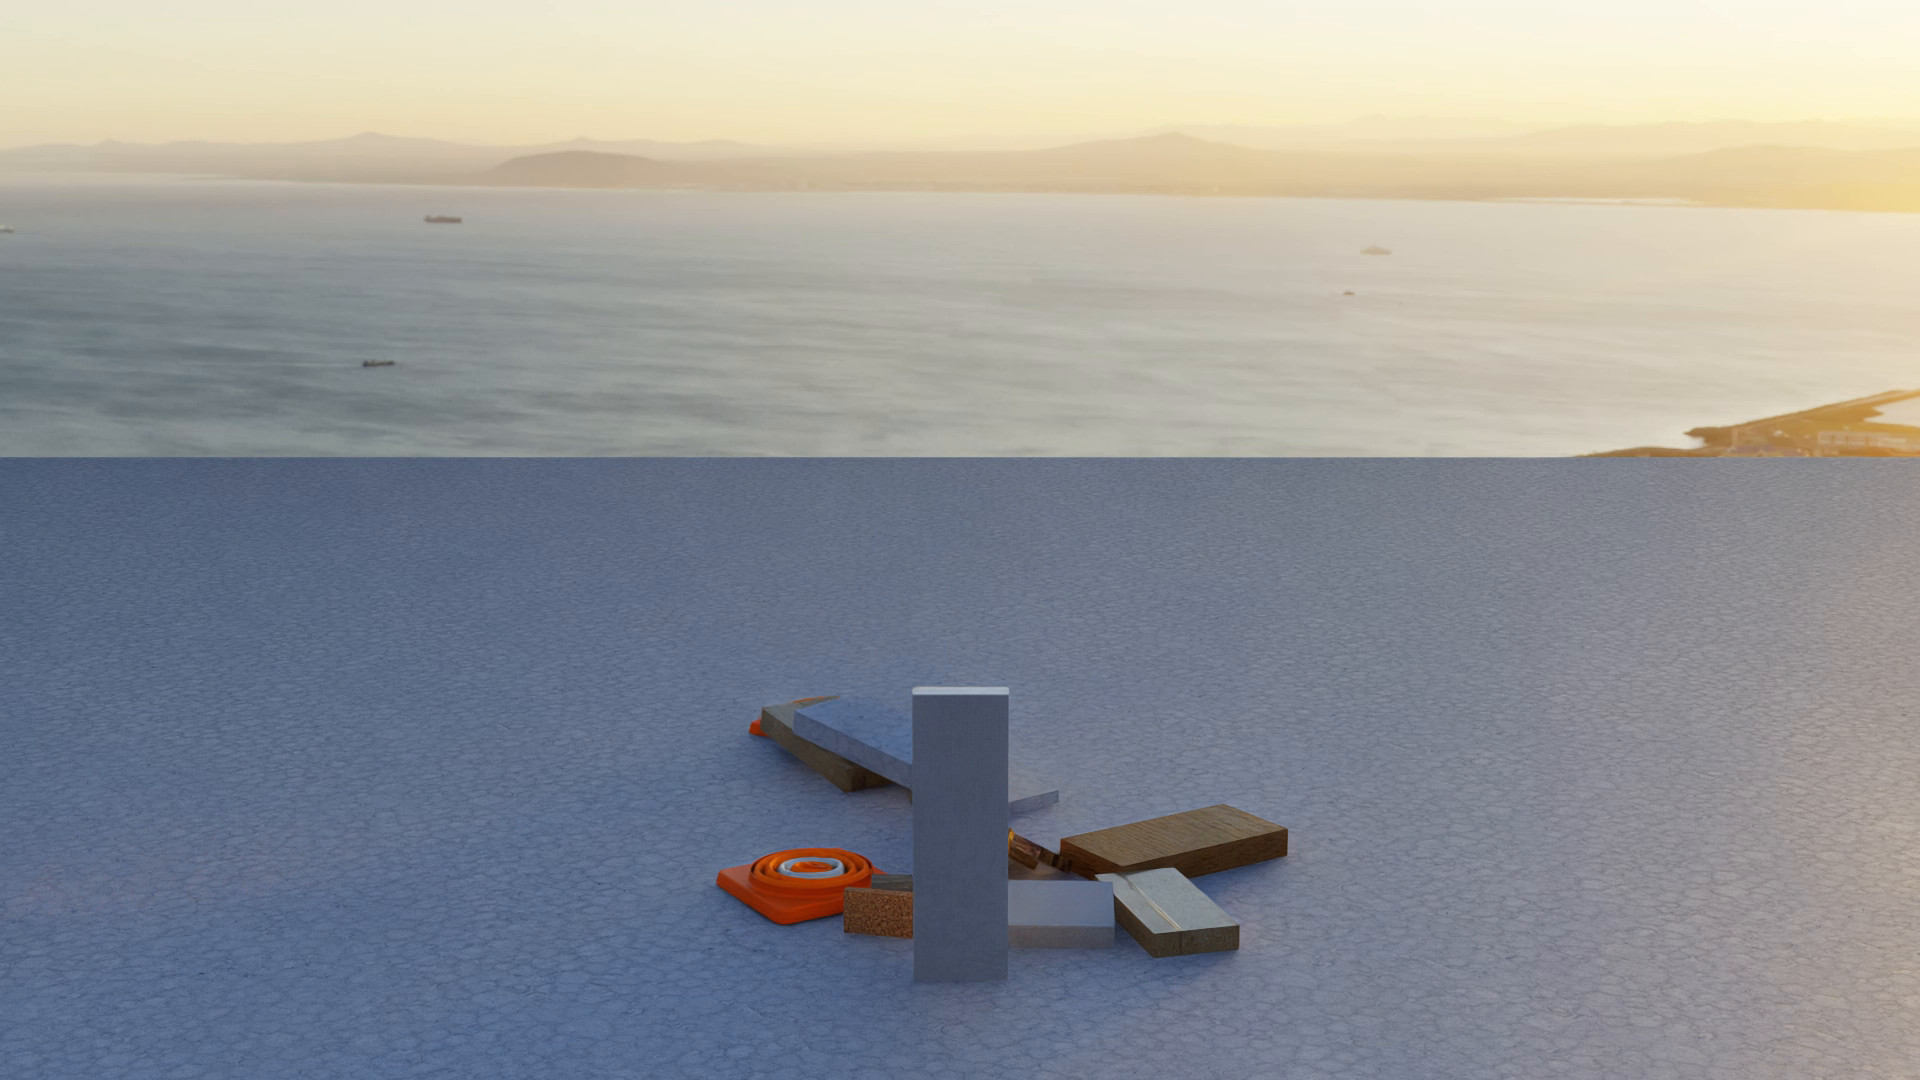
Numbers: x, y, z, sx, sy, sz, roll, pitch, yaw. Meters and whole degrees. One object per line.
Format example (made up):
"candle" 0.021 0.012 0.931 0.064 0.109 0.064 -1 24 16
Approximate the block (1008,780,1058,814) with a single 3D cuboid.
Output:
"block" 0.089 0.489 4.143 0.179 0.025 0.090 -8 13 -38

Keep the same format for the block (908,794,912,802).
"block" -0.003 0.454 4.159 0.179 0.090 0.025 -7 48 -34

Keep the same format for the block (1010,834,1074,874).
"block" 0.123 0.534 3.809 0.077 0.022 0.154 30 -8 -33

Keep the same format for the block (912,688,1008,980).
"block" 0.001 0.439 3.271 0.141 0.442 0.040 0 11 0

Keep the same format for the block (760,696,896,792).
"block" -0.239 0.405 4.405 0.175 0.049 0.349 -7 20 -32

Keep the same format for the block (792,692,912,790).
"block" -0.146 0.391 4.303 0.175 0.049 0.349 -12 23 -43

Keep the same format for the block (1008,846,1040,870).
"block" 0.067 0.524 3.773 0.132 0.019 0.066 32 -9 -26

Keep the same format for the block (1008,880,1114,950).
"block" 0.102 0.592 3.485 0.283 0.040 0.141 0 20 2

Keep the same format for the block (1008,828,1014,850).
"block" 0.035 0.538 3.639 0.070 0.139 0.020 5 -32 27

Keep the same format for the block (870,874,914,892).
"block" -0.076 0.579 3.587 0.139 0.020 0.070 1 38 0

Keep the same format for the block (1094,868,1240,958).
"block" 0.328 0.596 3.530 0.141 0.040 0.283 -3 11 -15

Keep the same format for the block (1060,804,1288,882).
"block" 0.374 0.535 3.830 0.366 0.049 0.175 -7 13 -33

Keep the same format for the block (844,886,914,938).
"block" -0.114 0.590 3.477 0.140 0.070 0.020 3 11 14
